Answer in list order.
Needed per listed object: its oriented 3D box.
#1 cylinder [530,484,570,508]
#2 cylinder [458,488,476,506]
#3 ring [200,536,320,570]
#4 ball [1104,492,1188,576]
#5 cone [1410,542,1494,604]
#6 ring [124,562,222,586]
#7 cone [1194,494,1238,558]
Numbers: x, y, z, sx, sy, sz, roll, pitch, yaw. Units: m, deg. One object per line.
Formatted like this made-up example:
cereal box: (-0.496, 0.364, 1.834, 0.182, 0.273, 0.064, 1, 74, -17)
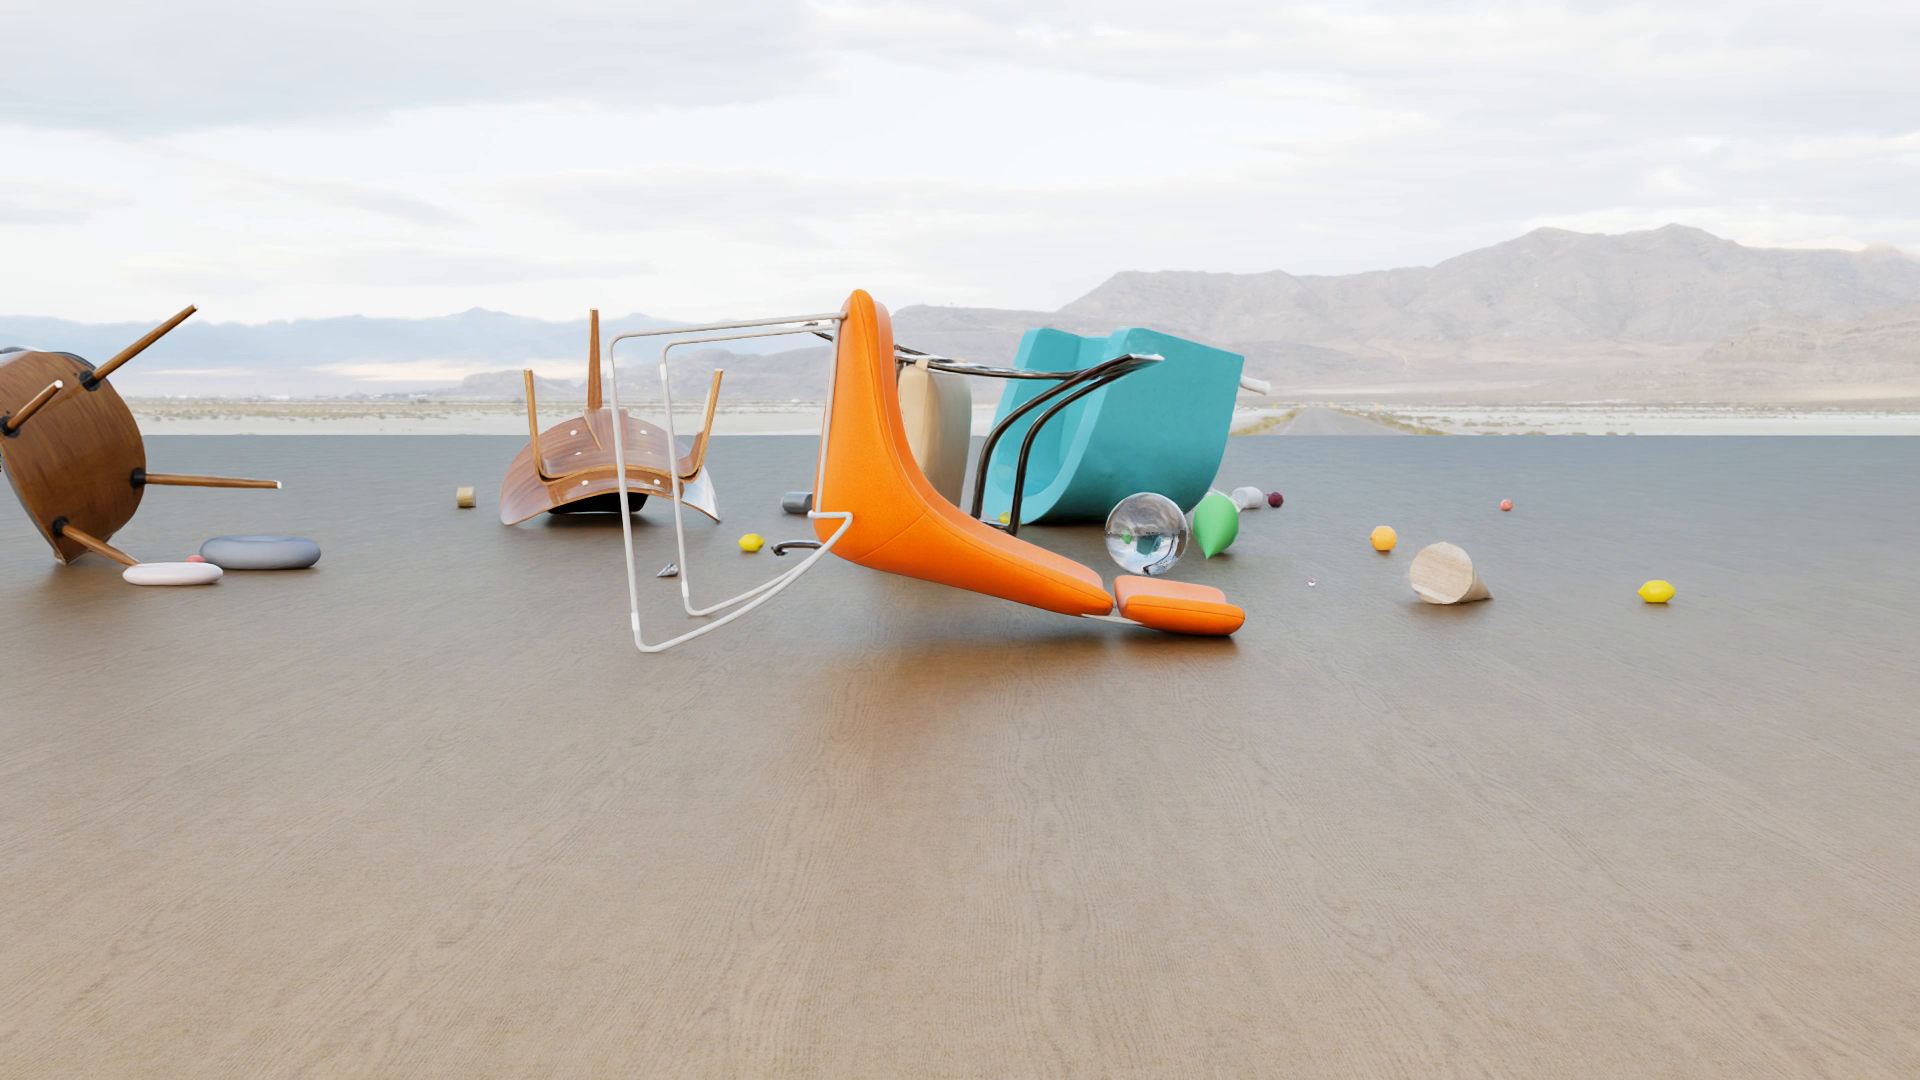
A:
cylinder: (-1.541, -0.162, 8.260, 0.124, 0.093, 0.080, 1, -37, 20)
cylinder: (-1.880, -0.161, 8.379, 0.058, 0.067, 0.078, 0, -26, -2)
ring: (-1.768, 0.032, 5.554, 0.350, 0.073, 0.233, 3, 6, 30)
ball: (0.448, -0.014, 5.290, 0.201, 0.201, 0.201, 0, 4, 0)
cone: (1.078, 0.097, 4.666, 0.201, 0.130, 0.161, 21, 4, -41)
ring: (-1.818, 0.079, 5.080, 0.233, 0.044, 0.158, 0, 5, 9)
cone: (0.675, 0.003, 5.910, 0.125, 0.175, 0.222, 7, 27, 11)
